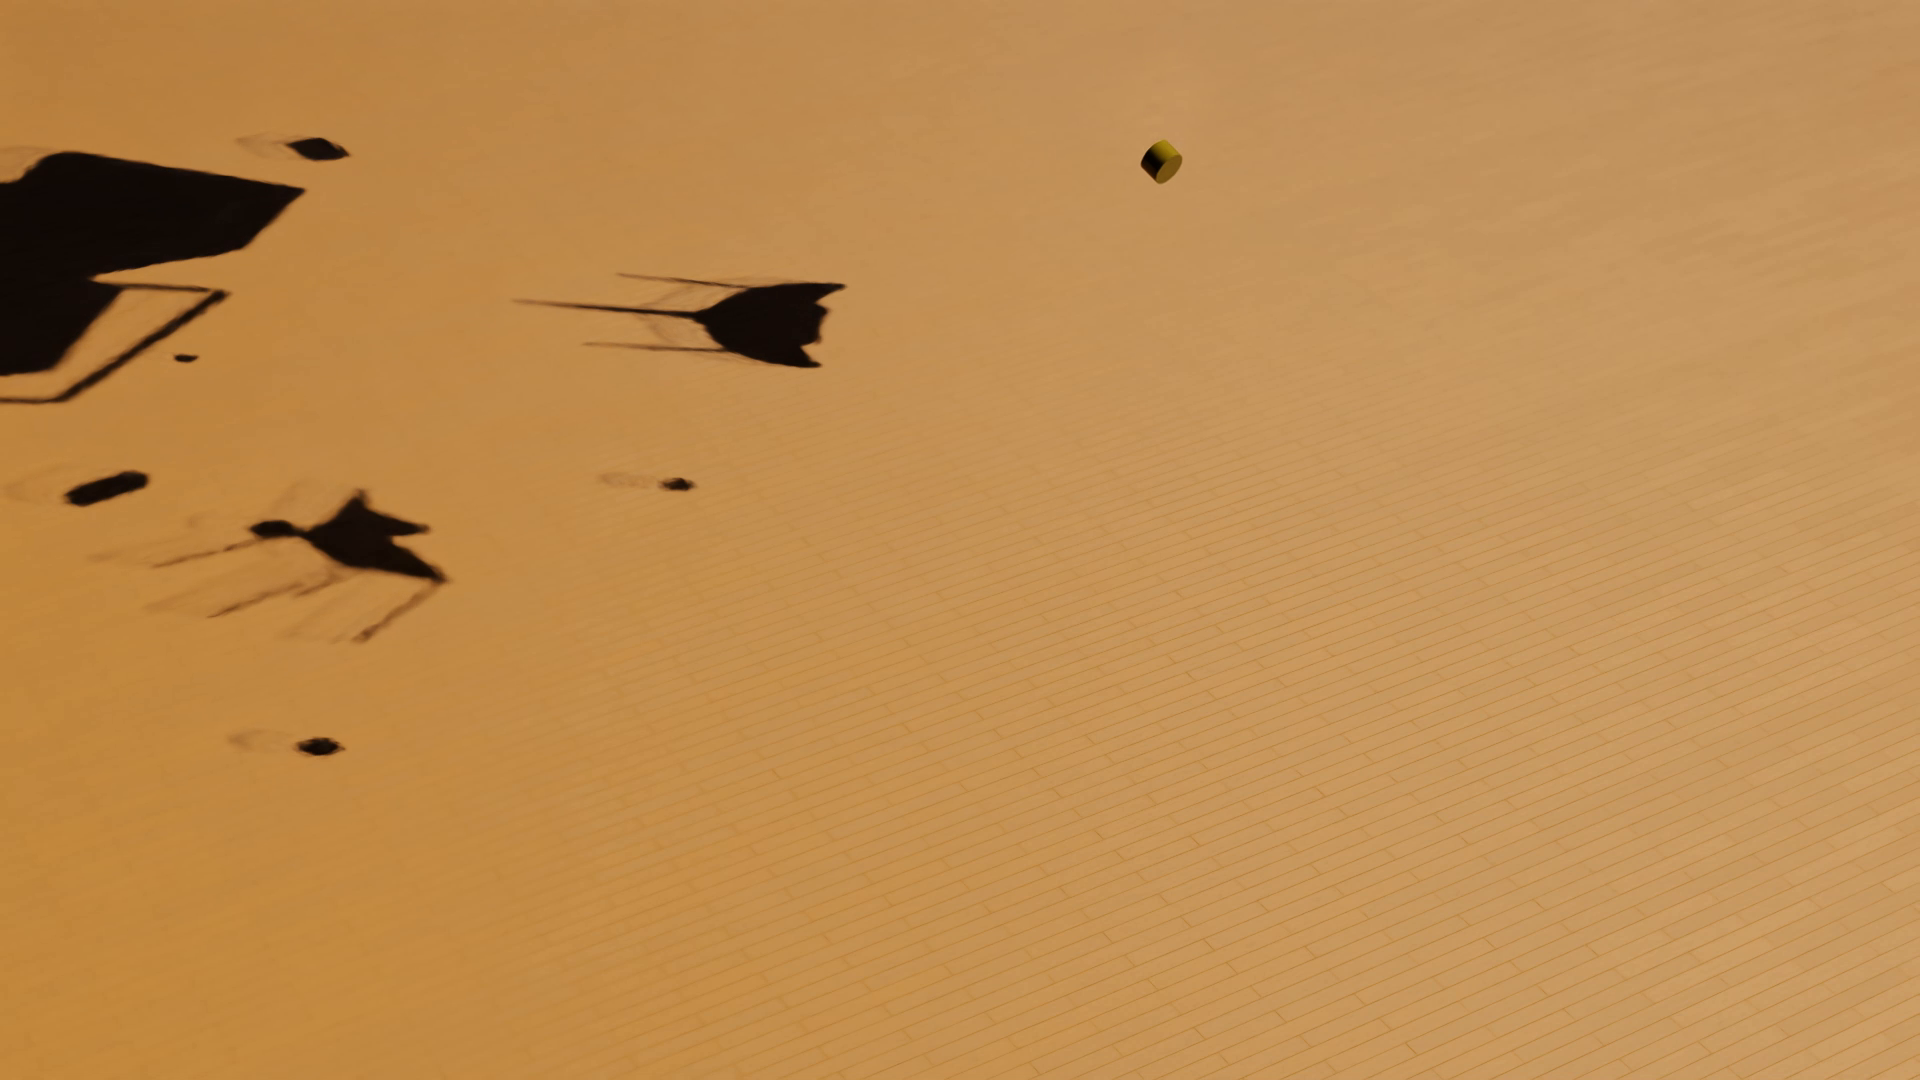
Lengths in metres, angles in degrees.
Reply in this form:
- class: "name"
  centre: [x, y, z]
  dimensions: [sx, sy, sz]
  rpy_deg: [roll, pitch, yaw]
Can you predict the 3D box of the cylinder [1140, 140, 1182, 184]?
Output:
- class: "cylinder"
  centre: [0.561, -1.051, 8.153]
  dimensions: [0.094, 0.105, 0.065]
  rpy_deg: [-18, 57, -43]
